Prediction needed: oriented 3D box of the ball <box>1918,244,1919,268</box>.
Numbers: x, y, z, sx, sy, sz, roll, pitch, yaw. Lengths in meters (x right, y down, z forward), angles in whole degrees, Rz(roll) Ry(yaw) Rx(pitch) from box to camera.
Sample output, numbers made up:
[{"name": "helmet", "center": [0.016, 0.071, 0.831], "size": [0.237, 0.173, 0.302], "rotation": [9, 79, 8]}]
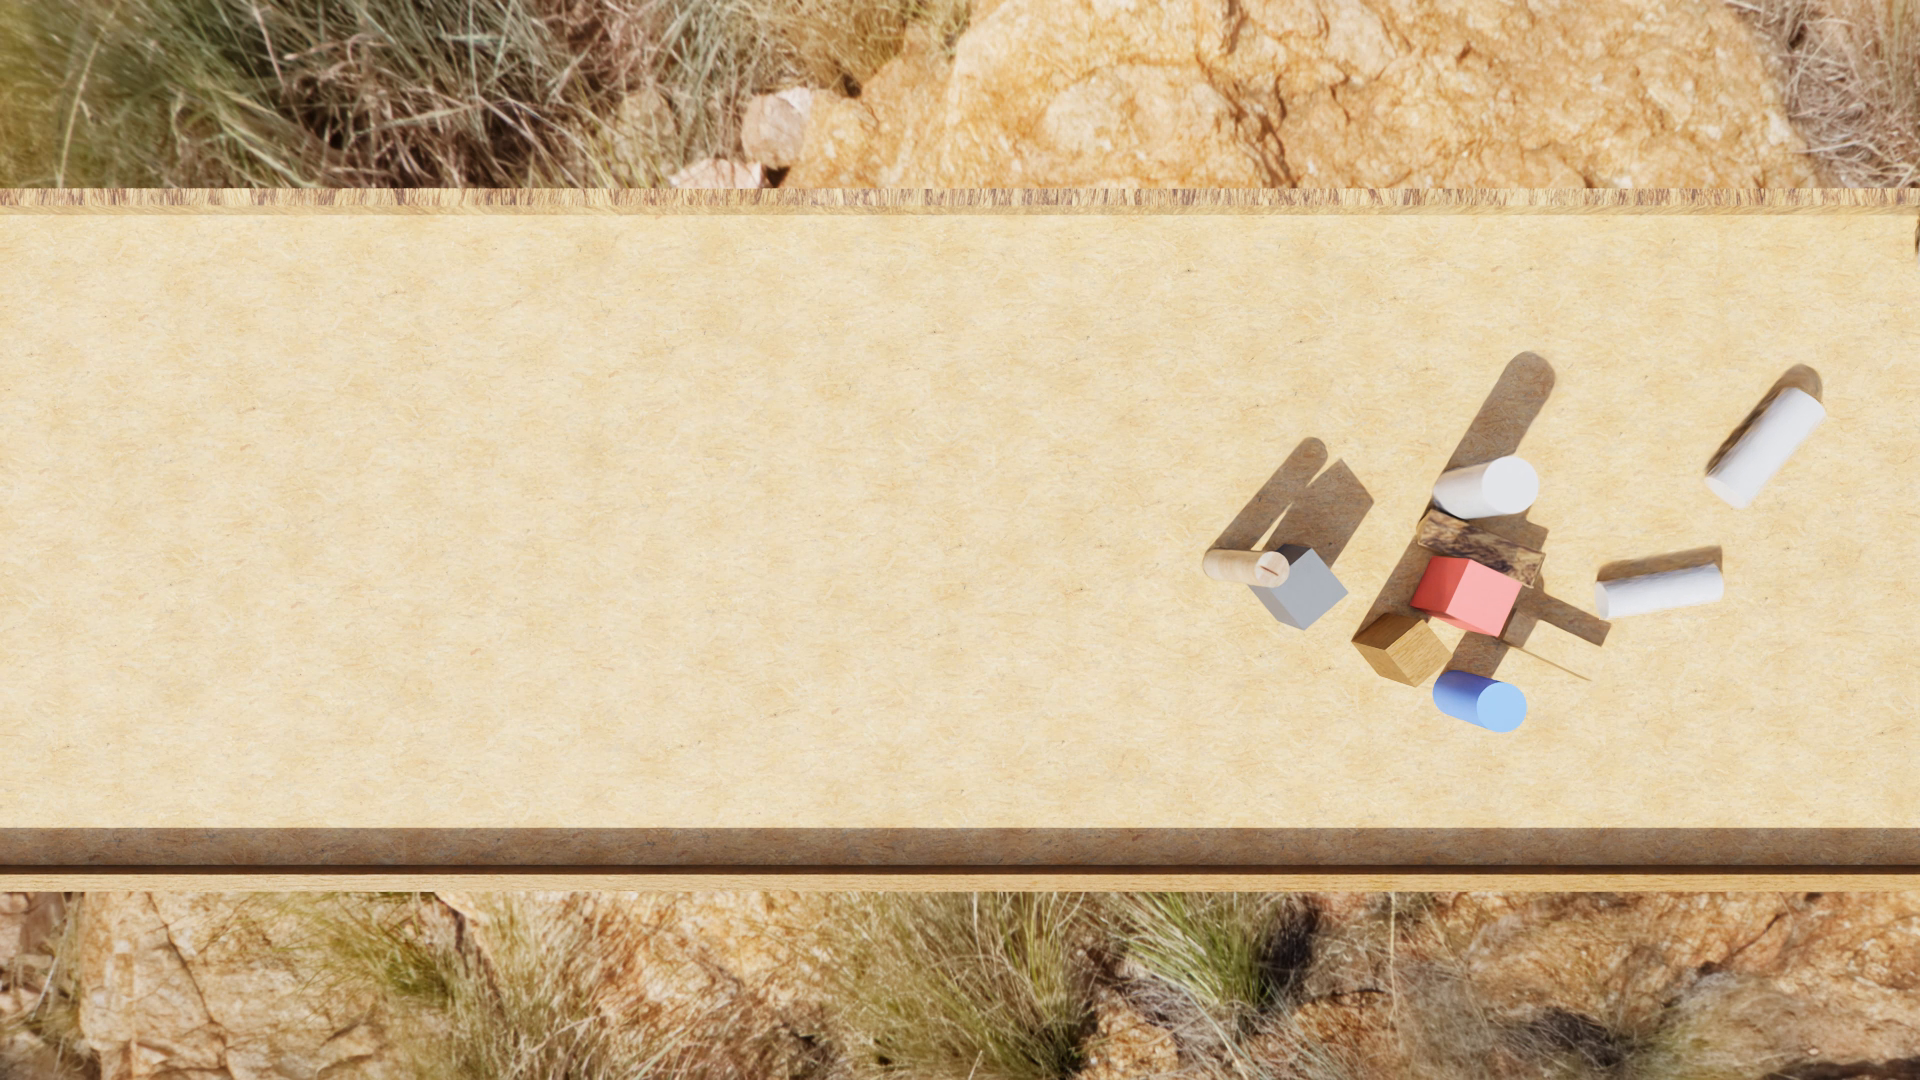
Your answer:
[{"name": "ball", "center": [3.027, -0.862, 4.938], "size": [0.276, 0.276, 0.276], "rotation": [0, 90, 0]}]

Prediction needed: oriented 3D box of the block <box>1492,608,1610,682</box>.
[{"name": "block", "center": [1.799, 0.318, 5.025], "size": [0.309, 0.102, 0.102], "rotation": [25, 90, 0]}]

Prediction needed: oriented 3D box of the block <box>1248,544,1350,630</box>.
[{"name": "block", "center": [0.992, 0.136, 4.897], "size": [0.169, 0.352, 0.169], "rotation": [-40, 92, 0]}]

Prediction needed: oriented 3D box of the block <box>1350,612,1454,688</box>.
[{"name": "block", "center": [1.299, 0.321, 4.870], "size": [0.138, 0.413, 0.138], "rotation": [-40, 90, 0]}]

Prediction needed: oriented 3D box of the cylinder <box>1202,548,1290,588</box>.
[{"name": "cylinder", "center": [0.834, 0.078, 4.845], "size": [0.101, 0.452, 0.101], "rotation": [0, 91, -11]}]

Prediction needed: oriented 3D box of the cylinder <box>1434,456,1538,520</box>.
[{"name": "cylinder", "center": [1.541, -0.148, 4.852], "size": [0.162, 0.444, 0.162], "rotation": [0, 88, -1]}]

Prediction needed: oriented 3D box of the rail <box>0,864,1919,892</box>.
[{"name": "rail", "center": [-2.247, 1.025, 5.001], "size": [12.000, 0.150, 0.050], "rotation": [0, 90, 0]}]

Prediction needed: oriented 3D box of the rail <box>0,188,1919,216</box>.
[{"name": "rail", "center": [-2.247, -1.025, 5.002], "size": [12.000, 0.150, 0.050], "rotation": [0, 90, 0]}]

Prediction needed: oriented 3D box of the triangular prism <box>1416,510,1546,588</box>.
[{"name": "triangular prism", "center": [1.572, 0.040, 5.005], "size": [0.371, 0.111, 0.097], "rotation": [21, 59, 0]}]

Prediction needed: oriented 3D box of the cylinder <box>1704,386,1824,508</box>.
[{"name": "cylinder", "center": [2.441, -0.282, 5.006], "size": [0.141, 0.141, 0.364], "rotation": [41, 90, 0]}]

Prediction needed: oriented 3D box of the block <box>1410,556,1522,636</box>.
[{"name": "block", "center": [1.500, 0.164, 4.906], "size": [0.168, 0.334, 0.168], "rotation": [25, 90, -3]}]

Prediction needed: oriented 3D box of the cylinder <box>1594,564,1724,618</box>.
[{"name": "cylinder", "center": [2.125, 0.154, 5.021], "size": [0.350, 0.111, 0.111], "rotation": [-9, 90, 0]}]

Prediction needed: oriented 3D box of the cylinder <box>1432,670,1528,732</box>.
[{"name": "cylinder", "center": [1.525, 0.472, 4.859], "size": [0.142, 0.434, 0.142], "rotation": [0, 90, 0]}]
